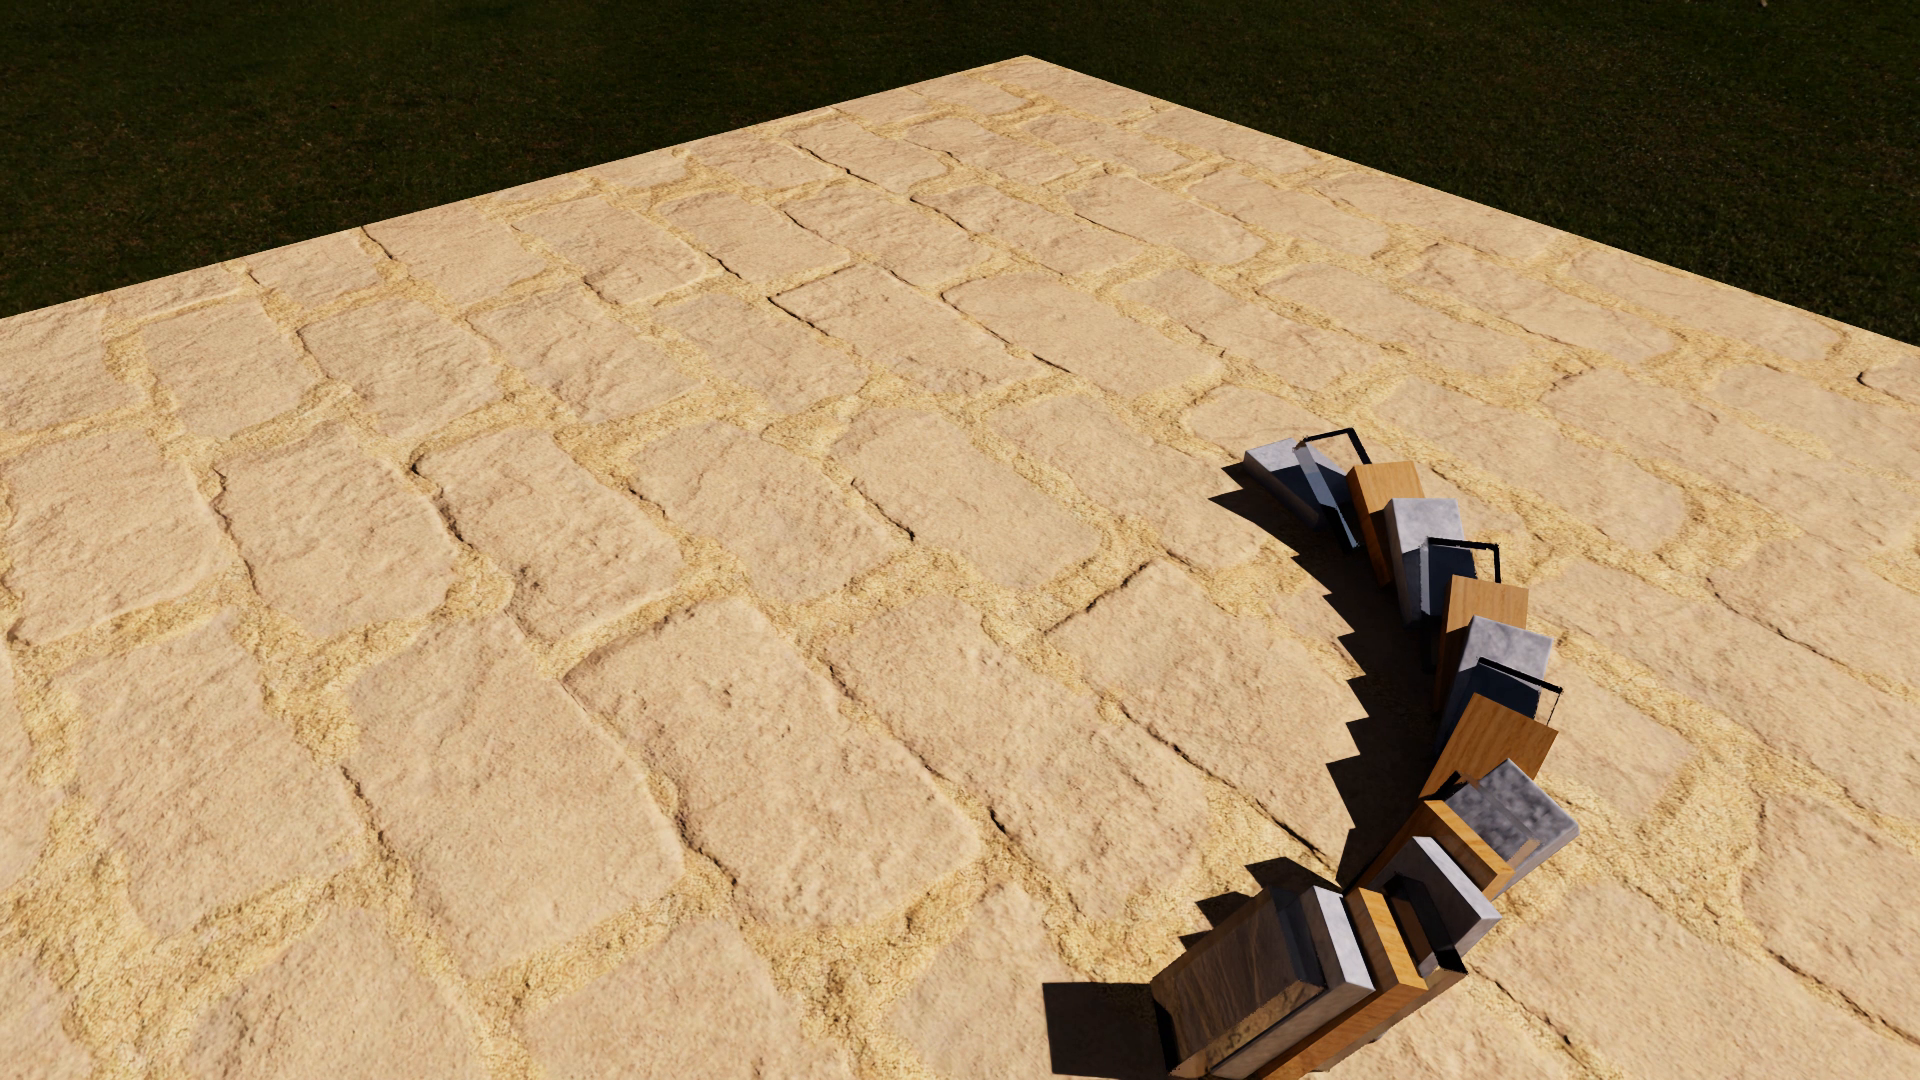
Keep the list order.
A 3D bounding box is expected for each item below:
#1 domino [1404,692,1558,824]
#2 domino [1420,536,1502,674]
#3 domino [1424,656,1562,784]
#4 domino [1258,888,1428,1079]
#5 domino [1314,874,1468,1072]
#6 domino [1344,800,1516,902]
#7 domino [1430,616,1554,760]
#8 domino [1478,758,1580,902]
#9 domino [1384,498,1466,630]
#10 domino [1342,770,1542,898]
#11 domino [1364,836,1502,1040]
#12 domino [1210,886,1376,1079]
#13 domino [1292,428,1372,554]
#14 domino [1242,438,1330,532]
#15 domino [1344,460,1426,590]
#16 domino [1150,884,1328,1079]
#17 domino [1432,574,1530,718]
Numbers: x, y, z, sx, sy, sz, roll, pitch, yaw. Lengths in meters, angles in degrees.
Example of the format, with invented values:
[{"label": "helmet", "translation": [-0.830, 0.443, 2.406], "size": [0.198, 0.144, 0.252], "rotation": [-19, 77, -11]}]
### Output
[{"label": "domino", "translation": [0.156, 0.074, 0.333], "size": [0.025, 0.009, 0.050], "rotation": [27, 79, 29]}, {"label": "domino", "translation": [0.181, 0.025, 0.397], "size": [0.025, 0.010, 0.050], "rotation": [6, 65, 8]}, {"label": "domino", "translation": [0.167, 0.065, 0.346], "size": [0.025, 0.009, 0.050], "rotation": [23, 74, 26]}, {"label": "domino", "translation": [0.091, 0.112, 0.276], "size": [0.010, 0.050, 0.025], "rotation": [21, 34, -22]}, {"label": "domino", "translation": [0.102, 0.110, 0.279], "size": [0.009, 0.050, 0.025], "rotation": [21, 34, -22]}, {"label": "domino", "translation": [0.121, 0.097, 0.294], "size": [0.009, 0.050, 0.025], "rotation": [9, 29, -37]}, {"label": "domino", "translation": [0.175, 0.052, 0.362], "size": [0.025, 0.009, 0.050], "rotation": [18, 71, 20]}, {"label": "domino", "translation": [0.147, 0.089, 0.315], "size": [0.050, 0.009, 0.025], "rotation": [-39, 47, 3]}, {"label": "domino", "translation": [0.178, 0.009, 0.416], "size": [0.025, 0.010, 0.050], "rotation": [0, 65, 0]}, {"label": "domino", "translation": [0.131, 0.091, 0.304], "size": [0.009, 0.050, 0.025], "rotation": [19, 23, -41]}, {"label": "domino", "translation": [0.113, 0.104, 0.286], "size": [0.010, 0.050, 0.025], "rotation": [12, 30, -34]}, {"label": "domino", "translation": [0.079, 0.112, 0.276], "size": [0.009, 0.050, 0.025], "rotation": [22, 34, -20]}, {"label": "domino", "translation": [0.160, -0.021, 0.451], "size": [0.025, 0.010, 0.050], "rotation": [-13, 68, -17]}, {"label": "domino", "translation": [0.147, -0.025, 0.473], "size": [0.025, 0.010, 0.050], "rotation": [-16, 42, -19]}, {"label": "domino", "translation": [0.173, -0.006, 0.434], "size": [0.025, 0.010, 0.050], "rotation": [-5, 66, -7]}, {"label": "domino", "translation": [0.068, 0.112, 0.277], "size": [0.009, 0.050, 0.025], "rotation": [22, 34, -20]}, {"label": "domino", "translation": [0.179, 0.039, 0.379], "size": [0.025, 0.009, 0.050], "rotation": [11, 67, 13]}]
